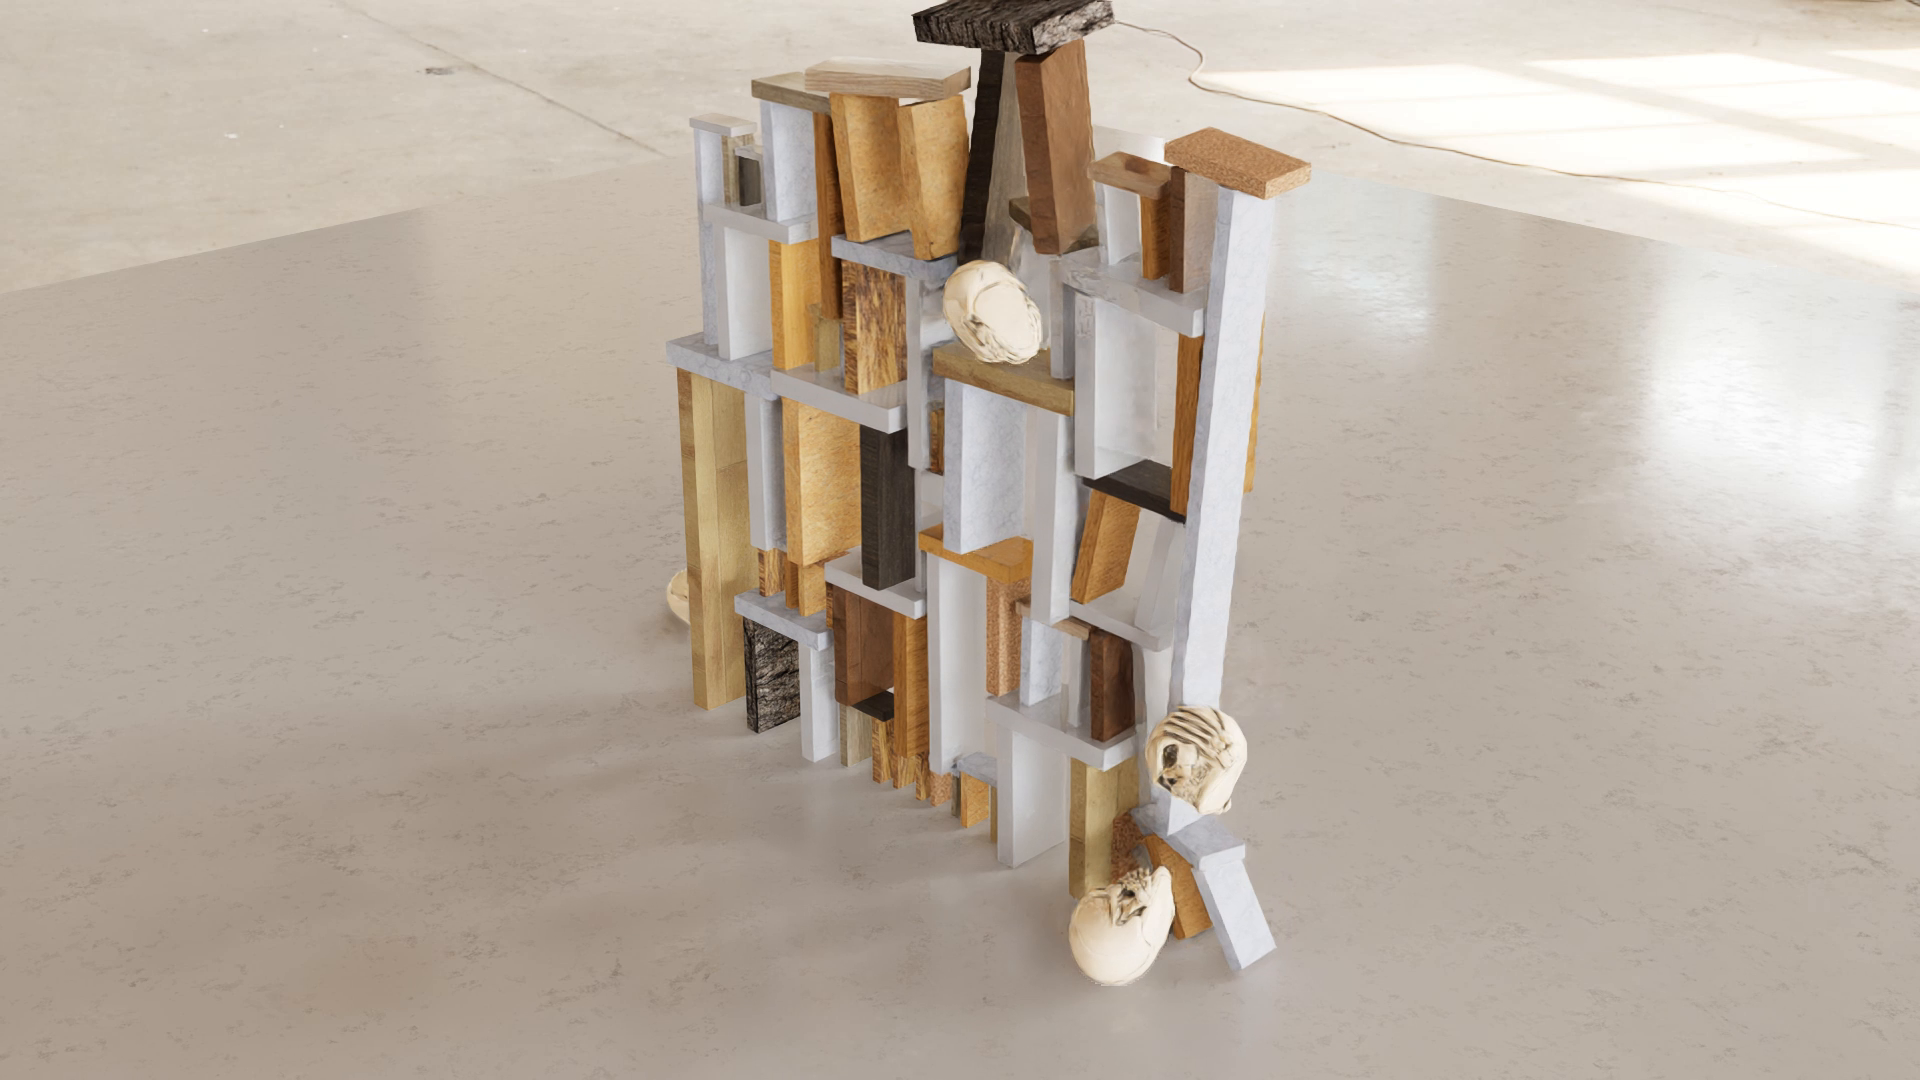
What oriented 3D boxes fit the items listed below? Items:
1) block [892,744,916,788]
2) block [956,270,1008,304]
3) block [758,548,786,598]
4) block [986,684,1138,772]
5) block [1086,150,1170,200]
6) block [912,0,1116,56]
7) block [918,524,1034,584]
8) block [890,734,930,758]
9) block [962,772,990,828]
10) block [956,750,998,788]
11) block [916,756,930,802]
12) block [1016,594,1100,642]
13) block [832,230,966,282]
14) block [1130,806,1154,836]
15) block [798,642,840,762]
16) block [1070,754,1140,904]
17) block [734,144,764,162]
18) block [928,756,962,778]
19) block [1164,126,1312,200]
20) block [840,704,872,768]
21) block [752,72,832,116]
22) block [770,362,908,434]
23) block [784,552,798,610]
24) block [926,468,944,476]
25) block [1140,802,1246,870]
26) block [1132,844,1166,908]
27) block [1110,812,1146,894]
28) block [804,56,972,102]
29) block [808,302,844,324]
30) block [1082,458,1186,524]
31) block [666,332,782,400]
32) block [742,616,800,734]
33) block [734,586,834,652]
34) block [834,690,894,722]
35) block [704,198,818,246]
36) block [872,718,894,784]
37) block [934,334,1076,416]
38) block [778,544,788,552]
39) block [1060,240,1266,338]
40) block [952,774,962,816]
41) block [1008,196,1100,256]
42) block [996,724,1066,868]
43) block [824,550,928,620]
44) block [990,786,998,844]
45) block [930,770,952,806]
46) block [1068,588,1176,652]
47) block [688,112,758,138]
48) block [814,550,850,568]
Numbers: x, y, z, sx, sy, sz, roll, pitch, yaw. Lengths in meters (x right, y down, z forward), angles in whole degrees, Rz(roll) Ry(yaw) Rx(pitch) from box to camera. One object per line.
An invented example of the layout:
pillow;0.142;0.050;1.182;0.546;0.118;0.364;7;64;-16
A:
block;-0.115;0.459;4.547;0.051;0.103;0.015;-21;31;-41
block;0.049;-0.462;4.007;0.058;0.016;0.116;-23;-2;-39
block;-0.399;0.052;4.685;0.018;0.128;0.064;21;31;41
block;0.208;0.340;4.139;0.299;0.042;0.149;21;31;40
block;0.291;-0.600;3.613;0.076;0.022;0.152;-33;41;-33
block;0.087;-0.882;3.724;0.170;0.048;0.339;-28;29;-28
block;0.048;0.017;4.184;0.121;0.034;0.241;-21;31;-40
block;-0.091;0.415;4.502;0.051;0.015;0.103;-21;31;-41
block;0.030;0.509;4.403;0.017;0.123;0.062;21;31;41
block;0.059;0.456;4.348;0.123;0.017;0.062;21;31;41
block;-0.067;0.478;4.502;0.015;0.103;0.051;21;31;41
block;0.199;0.136;4.070;0.179;0.025;0.090;21;29;40
block;-0.103;-0.537;4.107;0.263;0.037;0.131;21;31;40
block;0.389;0.560;4.139;0.077;0.022;0.153;-21;75;-40
block;-0.275;0.322;4.656;0.038;0.270;0.135;21;31;41
block;0.276;0.521;4.149;0.149;0.299;0.042;-19;29;-38
block;-0.391;-0.759;4.319;0.050;0.014;0.100;-22;31;-40
block;-0.015;0.450;4.440;0.047;0.013;0.095;-19;29;-37
block;0.437;-0.596;3.472;0.107;0.030;0.214;-26;40;-34
block;-0.218;0.397;4.634;0.021;0.149;0.075;21;31;41
block;-0.276;-0.846;4.160;0.116;0.033;0.231;-21;31;-40
block;-0.196;-0.293;4.315;0.338;0.048;0.169;21;31;40
block;-0.338;0.076;4.629;0.018;0.128;0.064;21;31;41
block;-0.033;-0.144;4.200;0.117;0.017;0.059;21;31;41
block;0.422;0.531;4.002;0.099;0.028;0.197;-12;27;-26
block;0.385;0.640;4.127;0.076;0.022;0.153;23;24;-39
block;0.322;0.589;4.175;0.076;0.153;0.022;-19;29;-38
block;-0.131;-0.847;4.029;0.274;0.039;0.137;9;25;21
block;-0.237;-0.445;4.296;0.057;0.016;0.114;-21;31;-39
block;0.341;-0.094;3.860;0.231;0.033;0.116;23;32;37
block;-0.436;-0.370;4.548;0.336;0.048;0.168;21;31;41
block;-0.402;0.273;4.773;0.038;0.270;0.135;21;31;41
block;-0.338;0.156;4.654;0.135;0.038;0.270;-21;31;-41
block;-0.183;0.332;4.569;0.149;0.021;0.075;21;31;41
block;-0.375;-0.639;4.357;0.130;0.037;0.259;-21;31;-40
block;-0.147;0.424;4.569;0.021;0.149;0.075;21;31;41
block;0.129;-0.303;3.972;0.334;0.047;0.167;21;29;40
block;-0.370;-0.003;4.628;0.064;0.018;0.128;-21;31;-40
block;0.337;-0.428;3.696;0.164;0.046;0.328;-19;33;-34
block;0.006;0.509;4.440;0.047;0.094;0.013;-19;31;-37
block;0.180;-0.560;3.892;0.105;0.030;0.211;-13;34;-21
block;0.139;0.471;4.267;0.042;0.299;0.149;20;30;41
block;-0.134;0.083;4.404;0.132;0.037;0.265;-21;31;-41
block;0.088;0.532;4.349;0.017;0.123;0.062;21;31;41
block;-0.038;0.492;4.481;0.013;0.095;0.047;21;31;41
block;0.310;0.139;3.983;0.209;0.030;0.104;23;32;38
block;-0.473;-0.829;4.389;0.067;0.019;0.134;-21;31;-40
block;-0.276;0.034;4.537;0.130;0.018;0.065;21;31;40
